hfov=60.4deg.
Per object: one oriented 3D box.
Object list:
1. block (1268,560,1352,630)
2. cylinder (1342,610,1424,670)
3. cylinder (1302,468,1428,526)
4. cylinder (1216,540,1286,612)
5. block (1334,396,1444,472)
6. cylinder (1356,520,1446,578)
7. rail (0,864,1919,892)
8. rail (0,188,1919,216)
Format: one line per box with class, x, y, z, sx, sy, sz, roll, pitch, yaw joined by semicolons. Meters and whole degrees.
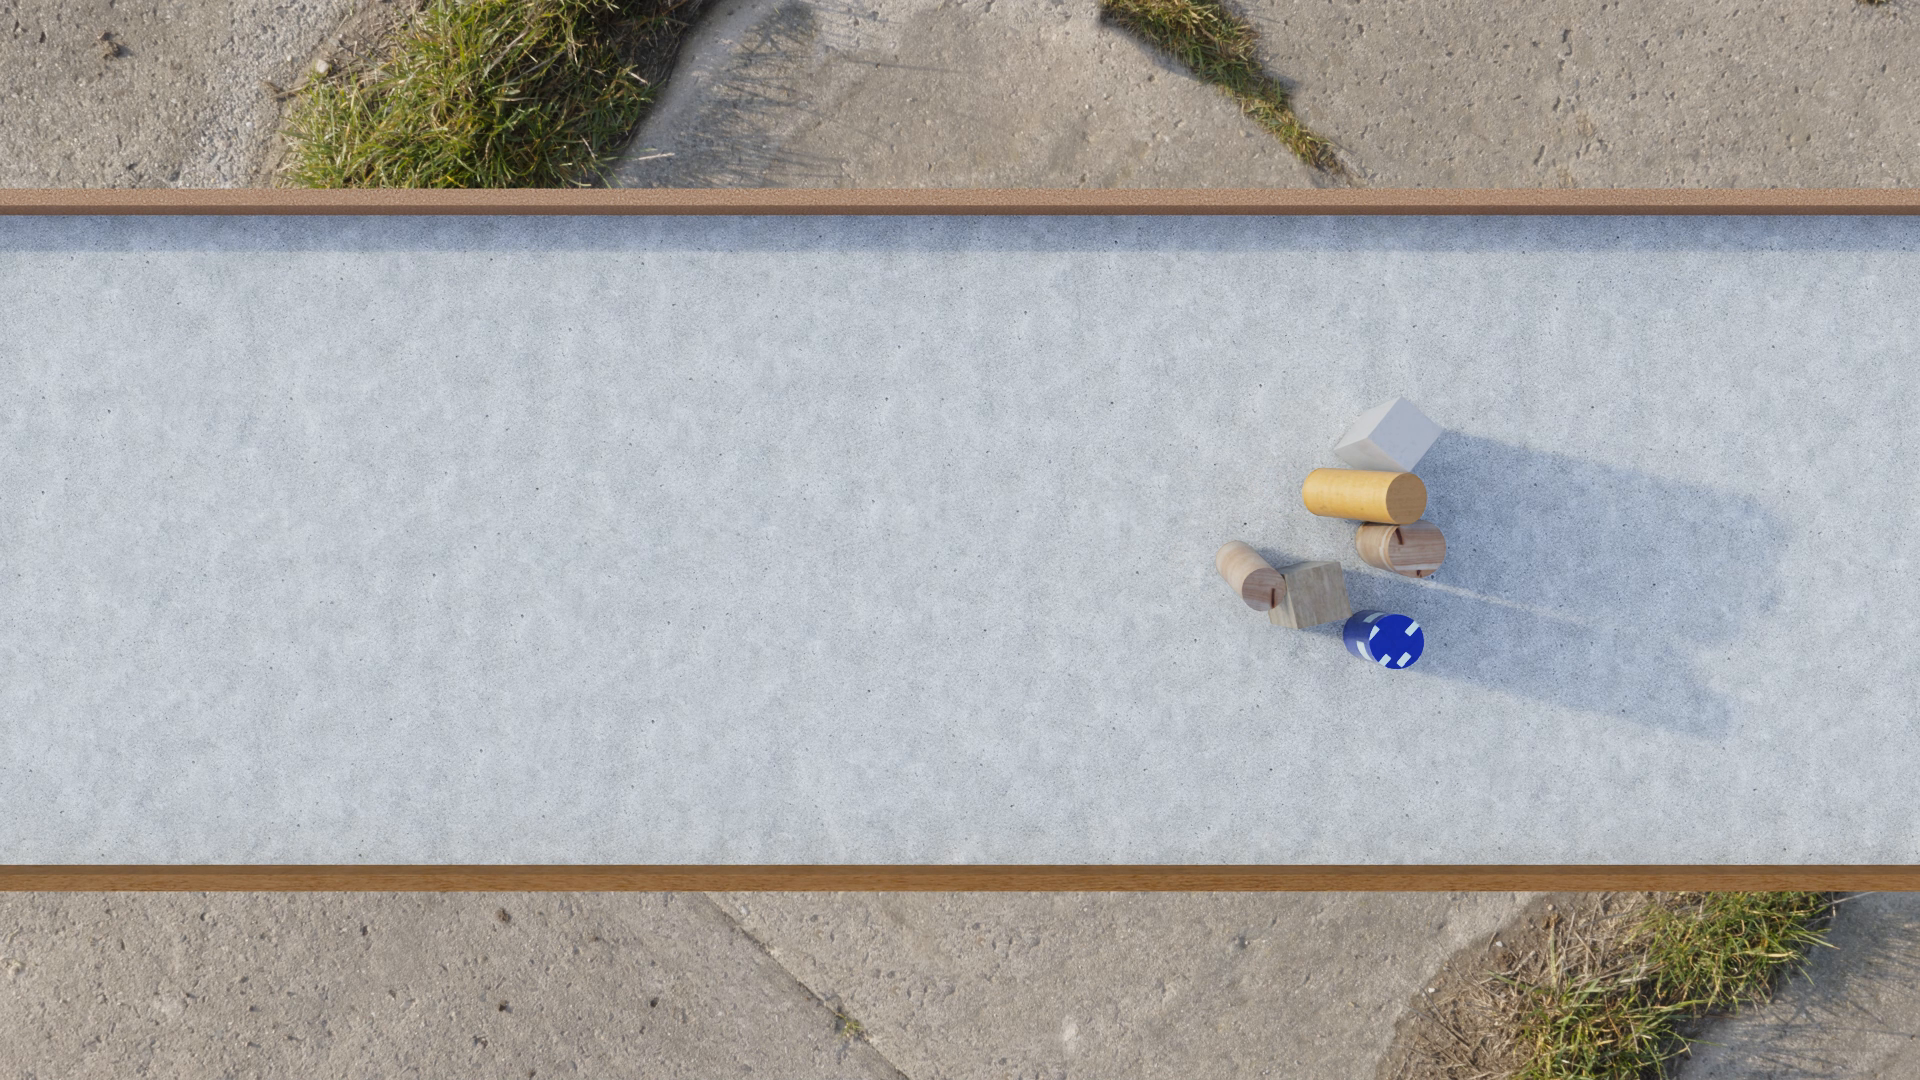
block;1.021;0.159;4.893;0.162;0.362;0.162;-13;90;-2
cylinder;1.257;0.293;4.912;0.158;0.329;0.158;0;90;0
cylinder;1.189;-0.132;4.870;0.149;0.387;0.149;-2;96;-25
cylinder;0.859;0.103;4.894;0.129;0.345;0.129;-1;103;-4
block;1.262;-0.294;4.886;0.157;0.373;0.157;40;87;0
cylinder;1.308;0.014;4.910;0.171;0.318;0.171;0;94;-3
rail;-2.247;1.025;5.001;12.000;0.150;0.050;0;90;0
rail;-2.247;-1.025;5.002;12.000;0.150;0.050;0;90;0
